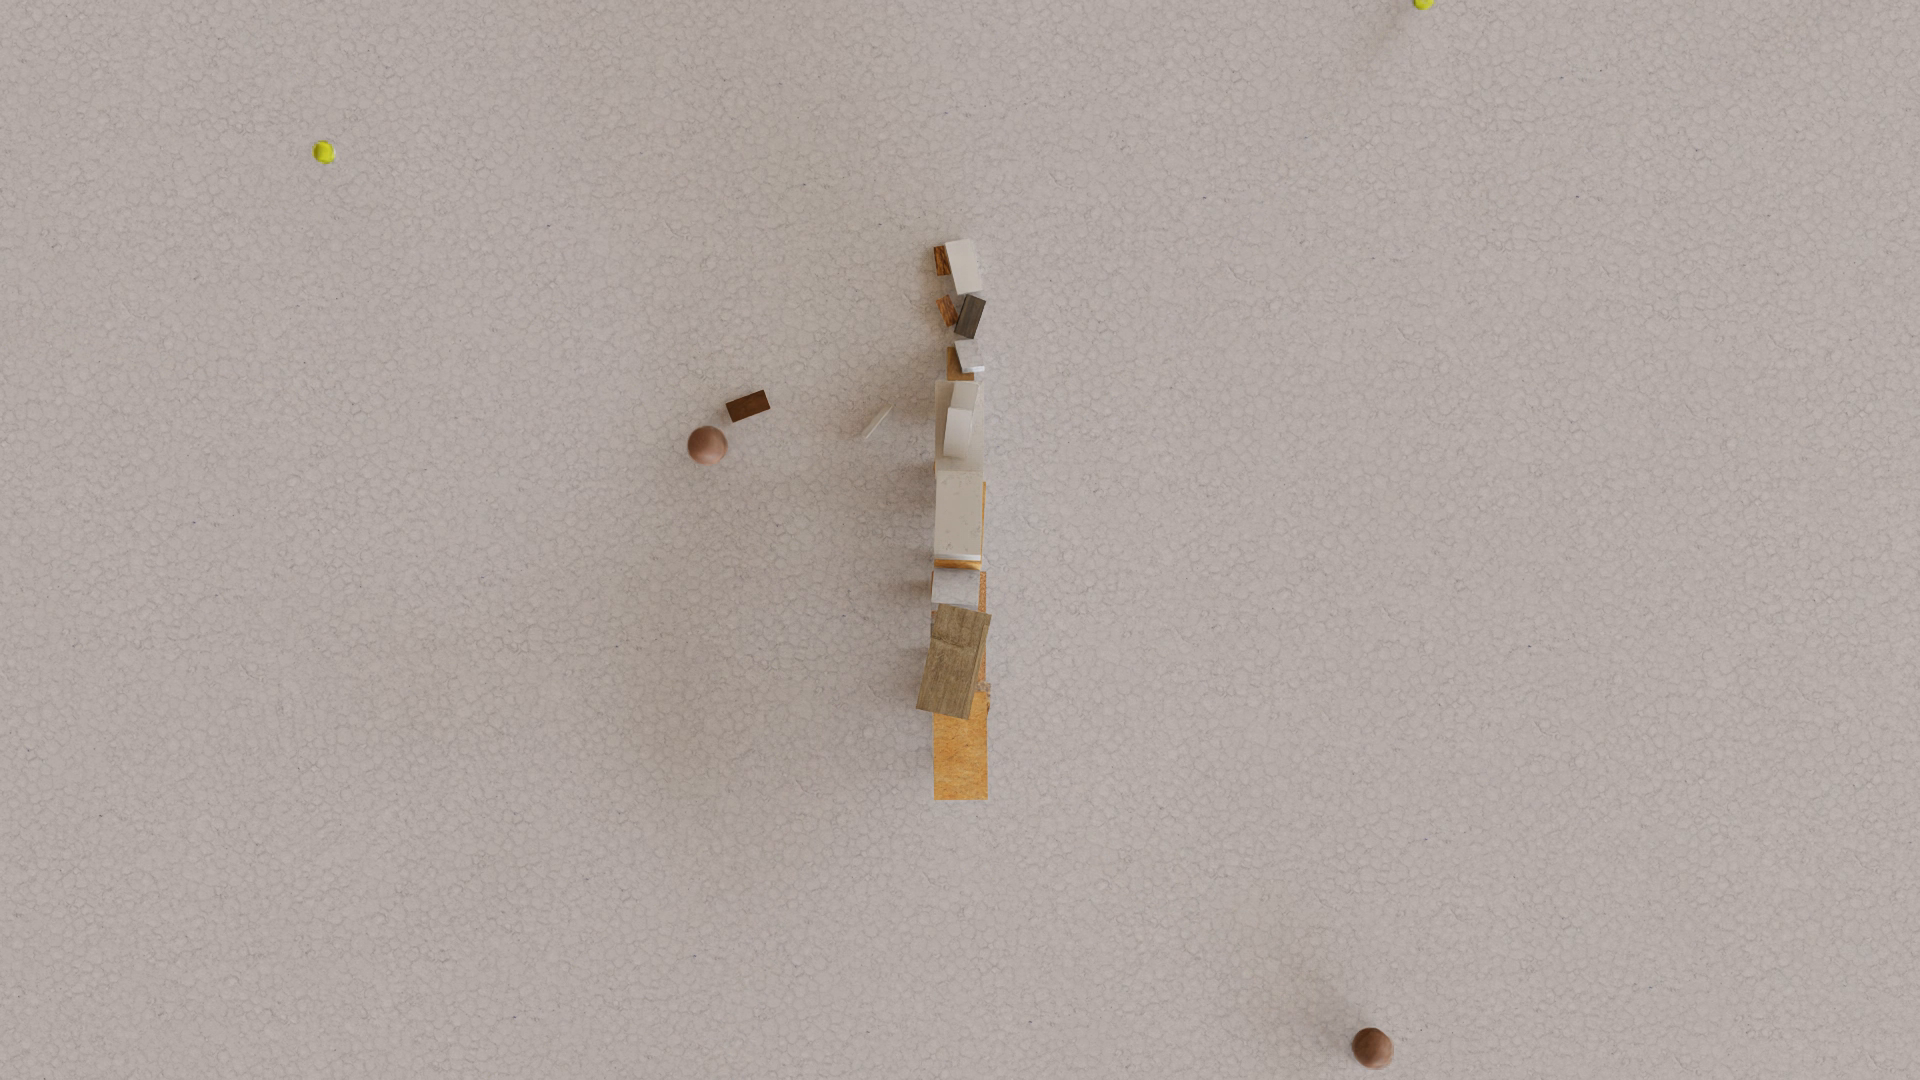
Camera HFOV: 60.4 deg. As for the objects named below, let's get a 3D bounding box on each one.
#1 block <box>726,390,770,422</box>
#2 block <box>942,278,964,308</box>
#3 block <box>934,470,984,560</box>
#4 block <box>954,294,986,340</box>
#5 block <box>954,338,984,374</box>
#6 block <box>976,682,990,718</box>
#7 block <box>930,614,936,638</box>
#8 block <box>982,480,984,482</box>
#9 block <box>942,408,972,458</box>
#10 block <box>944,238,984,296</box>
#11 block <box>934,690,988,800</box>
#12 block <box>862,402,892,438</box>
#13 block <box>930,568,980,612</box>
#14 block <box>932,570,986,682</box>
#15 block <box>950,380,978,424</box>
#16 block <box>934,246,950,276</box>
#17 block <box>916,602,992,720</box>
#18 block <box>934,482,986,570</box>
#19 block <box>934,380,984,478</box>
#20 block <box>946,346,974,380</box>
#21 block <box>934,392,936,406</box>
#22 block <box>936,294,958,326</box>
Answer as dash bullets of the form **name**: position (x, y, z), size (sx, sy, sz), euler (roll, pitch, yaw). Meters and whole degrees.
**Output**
- **block**: position (-0.705, -0.445, 5.490), size (0.135, 0.019, 0.068), euler (-20, 90, 0)
- **block**: position (-0.019, -0.825, 5.493), size (0.048, 0.014, 0.096), euler (-20, 90, 0)
- **block**: position (-0.004, -0.076, 5.071), size (0.143, 0.040, 0.285), euler (2, 64, -1)
- **block**: position (0.033, -0.742, 5.482), size (0.068, 0.019, 0.135), euler (19, 90, -15)
- **block**: position (0.030, -0.607, 5.430), size (0.075, 0.149, 0.021), euler (-7, 134, -7)
- **block**: position (0.013, 0.498, 5.332), size (0.167, 0.333, 0.047), euler (13, 96, 0)
- **block**: position (-0.008, 0.258, 4.956), size (0.156, 0.311, 0.044), euler (1, 93, 0)
- **block**: position (0.004, -0.055, 5.204), size (0.138, 0.039, 0.275), euler (0, 90, 0)
- **block**: position (-0.007, -0.333, 5.123), size (0.075, 0.021, 0.149), euler (7, 104, 1)
- **block**: position (0.011, -0.907, 5.479), size (0.088, 0.025, 0.176), euler (-14, 89, -10)
- **block**: position (0.001, 0.640, 5.142), size (0.167, 0.047, 0.333), euler (-1, 91, 0)
- **block**: position (-0.275, -0.396, 5.466), size (0.019, 0.068, 0.135), euler (39, 90, 0)
- **block**: position (-0.010, 0.100, 5.073), size (0.143, 0.040, 0.285), euler (4, 47, 0)
- **block**: position (-0.005, 0.267, 5.137), size (0.170, 0.048, 0.339), euler (1, 90, 0)
- **block**: position (0.007, -0.417, 5.142), size (0.075, 0.021, 0.149), euler (12, 90, 0)
- **block**: position (-0.058, -0.930, 5.493), size (0.048, 0.014, 0.096), euler (-8, 90, 0)
- **block**: position (-0.018, 0.351, 4.778), size (0.156, 0.044, 0.311), euler (13, 90, 0)
- **block**: position (0.001, -0.049, 5.103), size (0.143, 0.040, 0.285), euler (4, 64, 0)
- **block**: position (-0.002, -0.346, 5.174), size (0.152, 0.043, 0.304), euler (0, 90, 0)
- **block**: position (0.002, -0.572, 5.428), size (0.088, 0.176, 0.025), euler (0, 134, 0)
- **block**: position (-0.003, -0.443, 5.348), size (0.152, 0.304, 0.043), euler (0, 89, 0)
- **block**: position (-0.041, -0.761, 5.480), size (0.048, 0.014, 0.096), euler (-25, 106, 0)
